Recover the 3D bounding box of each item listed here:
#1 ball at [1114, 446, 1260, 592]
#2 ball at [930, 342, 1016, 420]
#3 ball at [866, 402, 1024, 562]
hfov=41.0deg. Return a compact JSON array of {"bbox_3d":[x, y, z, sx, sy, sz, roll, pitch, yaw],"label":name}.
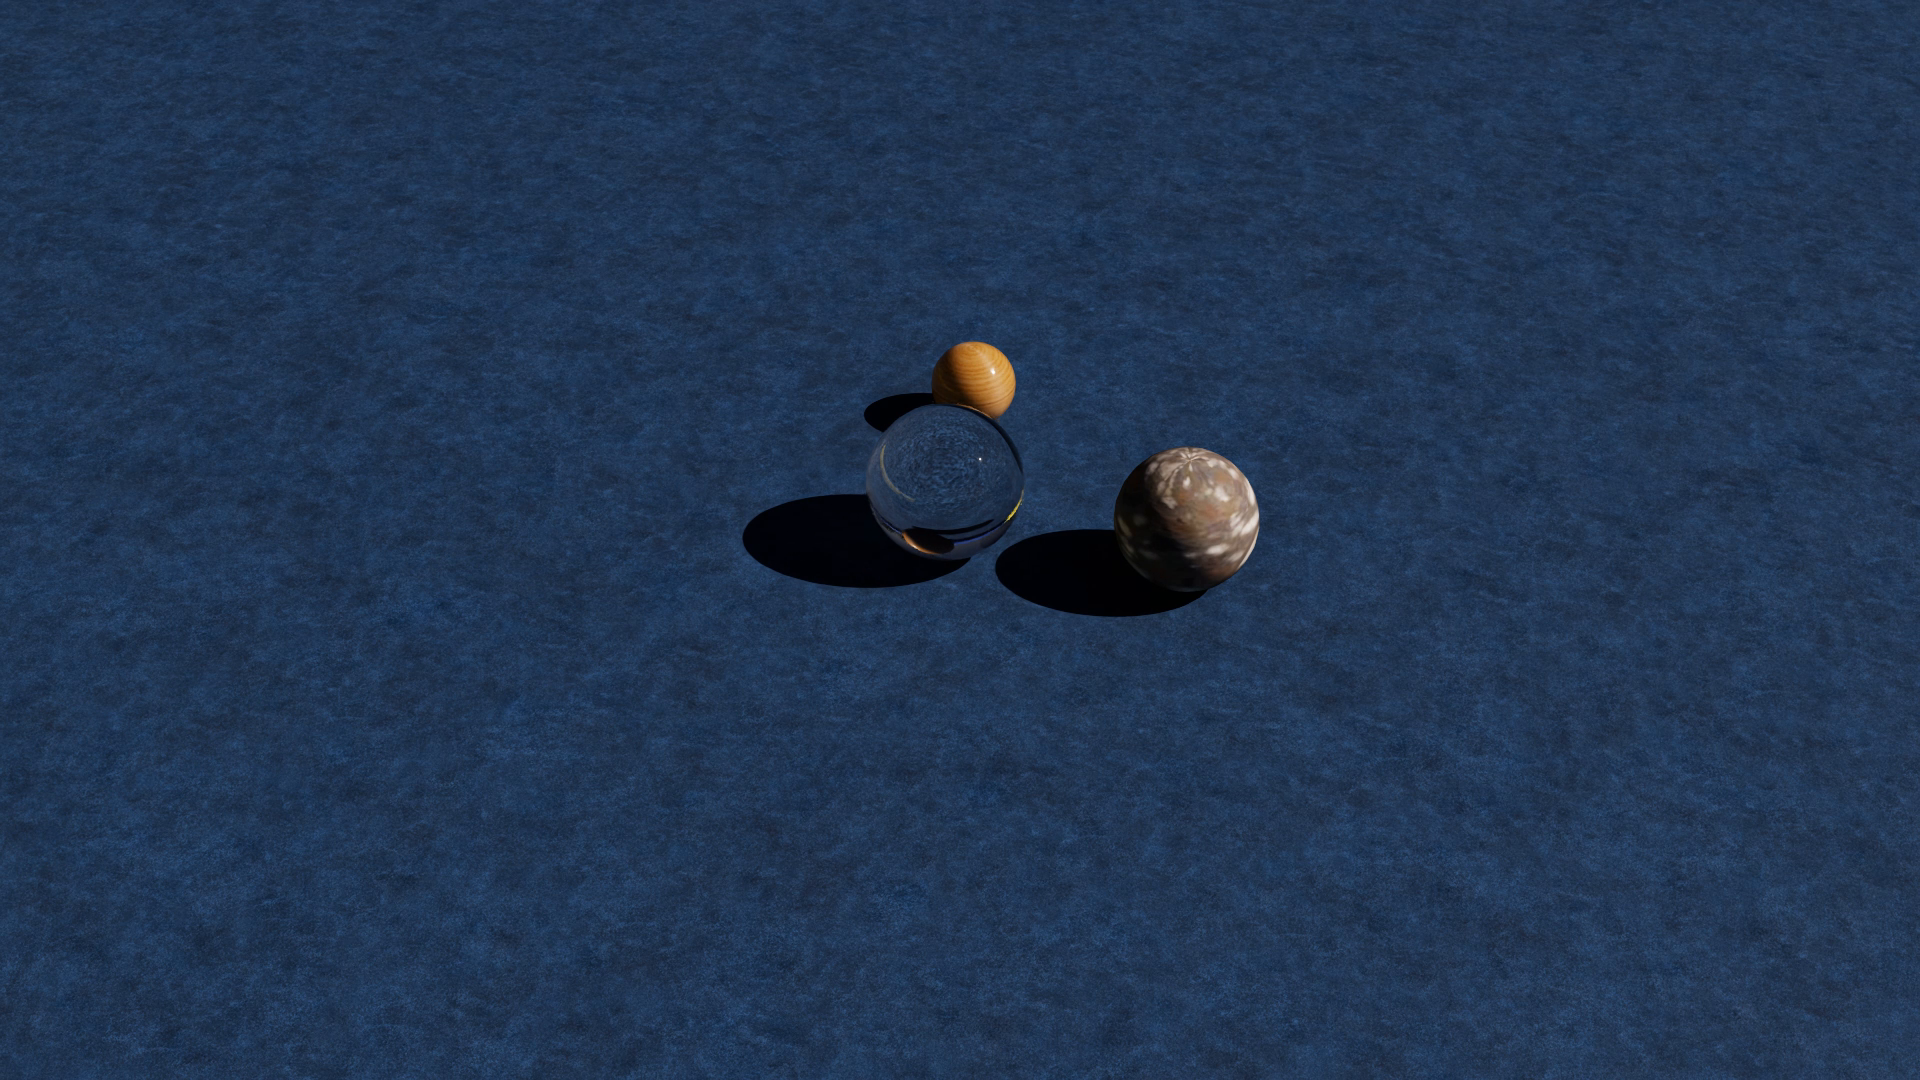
[{"bbox_3d":[0.133,-0.012,1.502,0.085,0.085,0.085,0,37,0],"label":"ball"},{"bbox_3d":[0.009,-0.100,1.645,0.055,0.055,0.055,0,37,0],"label":"ball"},{"bbox_3d":[-0.009,-0.034,1.525,0.094,0.094,0.094,0,37,0],"label":"ball"}]
